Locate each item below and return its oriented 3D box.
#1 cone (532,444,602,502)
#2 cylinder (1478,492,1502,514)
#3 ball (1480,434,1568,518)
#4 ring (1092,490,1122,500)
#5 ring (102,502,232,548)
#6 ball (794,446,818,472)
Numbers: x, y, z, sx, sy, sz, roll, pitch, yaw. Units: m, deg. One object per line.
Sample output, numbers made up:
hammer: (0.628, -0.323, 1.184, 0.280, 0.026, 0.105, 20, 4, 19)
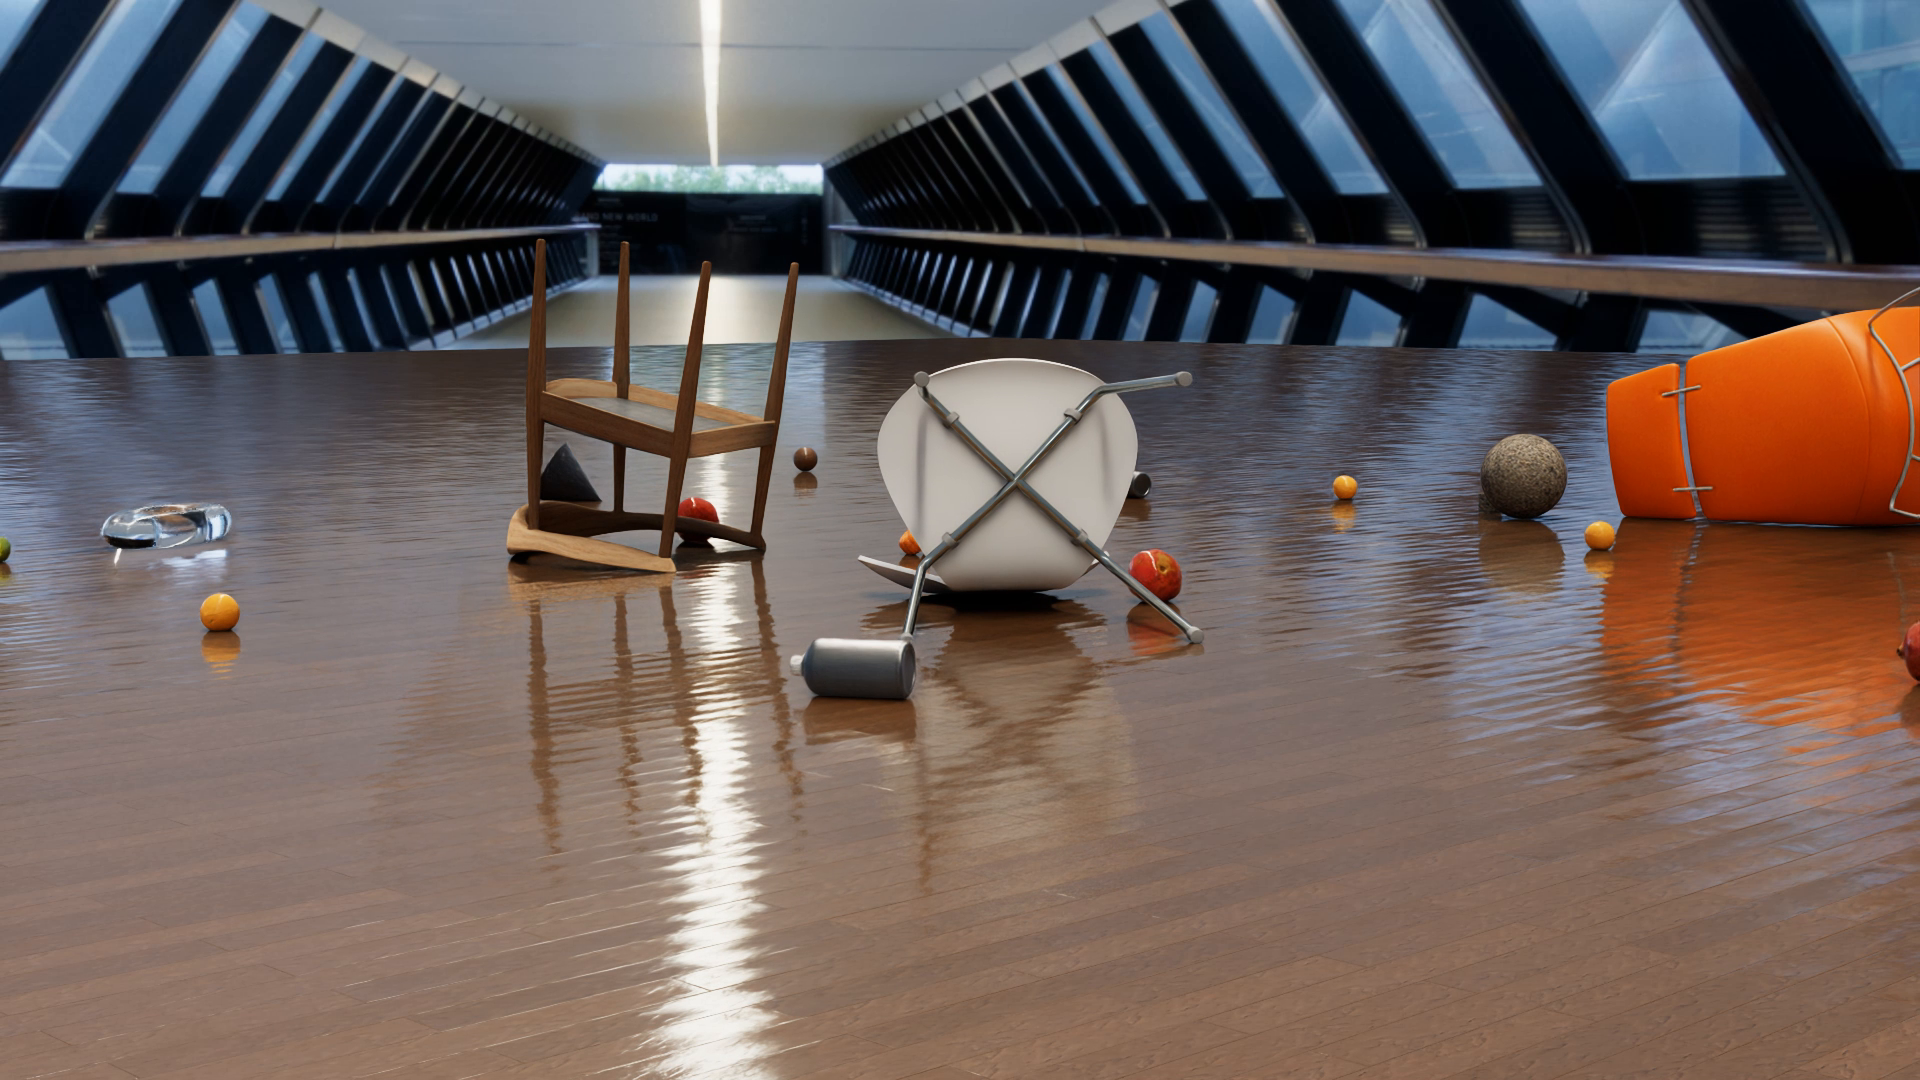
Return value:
cone: (-1.126, -0.156, 7.512, 0.176, 0.188, 0.251, 29, 17, -2)
cylinder: (1.479, -0.103, 7.156, 0.064, 0.052, 0.075, 2, 6, 16)
ball: (1.531, -0.173, 6.966, 0.231, 0.231, 0.231, 0, 6, 0)
ring: (0.436, -0.133, 7.564, 0.089, 0.029, 0.116, -1, 5, 4)
ring: (-1.957, -0.036, 6.343, 0.220, 0.088, 0.426, 3, 7, 20)
ball: (-0.522, -0.273, 8.658, 0.083, 0.083, 0.083, 0, 6, 0)
